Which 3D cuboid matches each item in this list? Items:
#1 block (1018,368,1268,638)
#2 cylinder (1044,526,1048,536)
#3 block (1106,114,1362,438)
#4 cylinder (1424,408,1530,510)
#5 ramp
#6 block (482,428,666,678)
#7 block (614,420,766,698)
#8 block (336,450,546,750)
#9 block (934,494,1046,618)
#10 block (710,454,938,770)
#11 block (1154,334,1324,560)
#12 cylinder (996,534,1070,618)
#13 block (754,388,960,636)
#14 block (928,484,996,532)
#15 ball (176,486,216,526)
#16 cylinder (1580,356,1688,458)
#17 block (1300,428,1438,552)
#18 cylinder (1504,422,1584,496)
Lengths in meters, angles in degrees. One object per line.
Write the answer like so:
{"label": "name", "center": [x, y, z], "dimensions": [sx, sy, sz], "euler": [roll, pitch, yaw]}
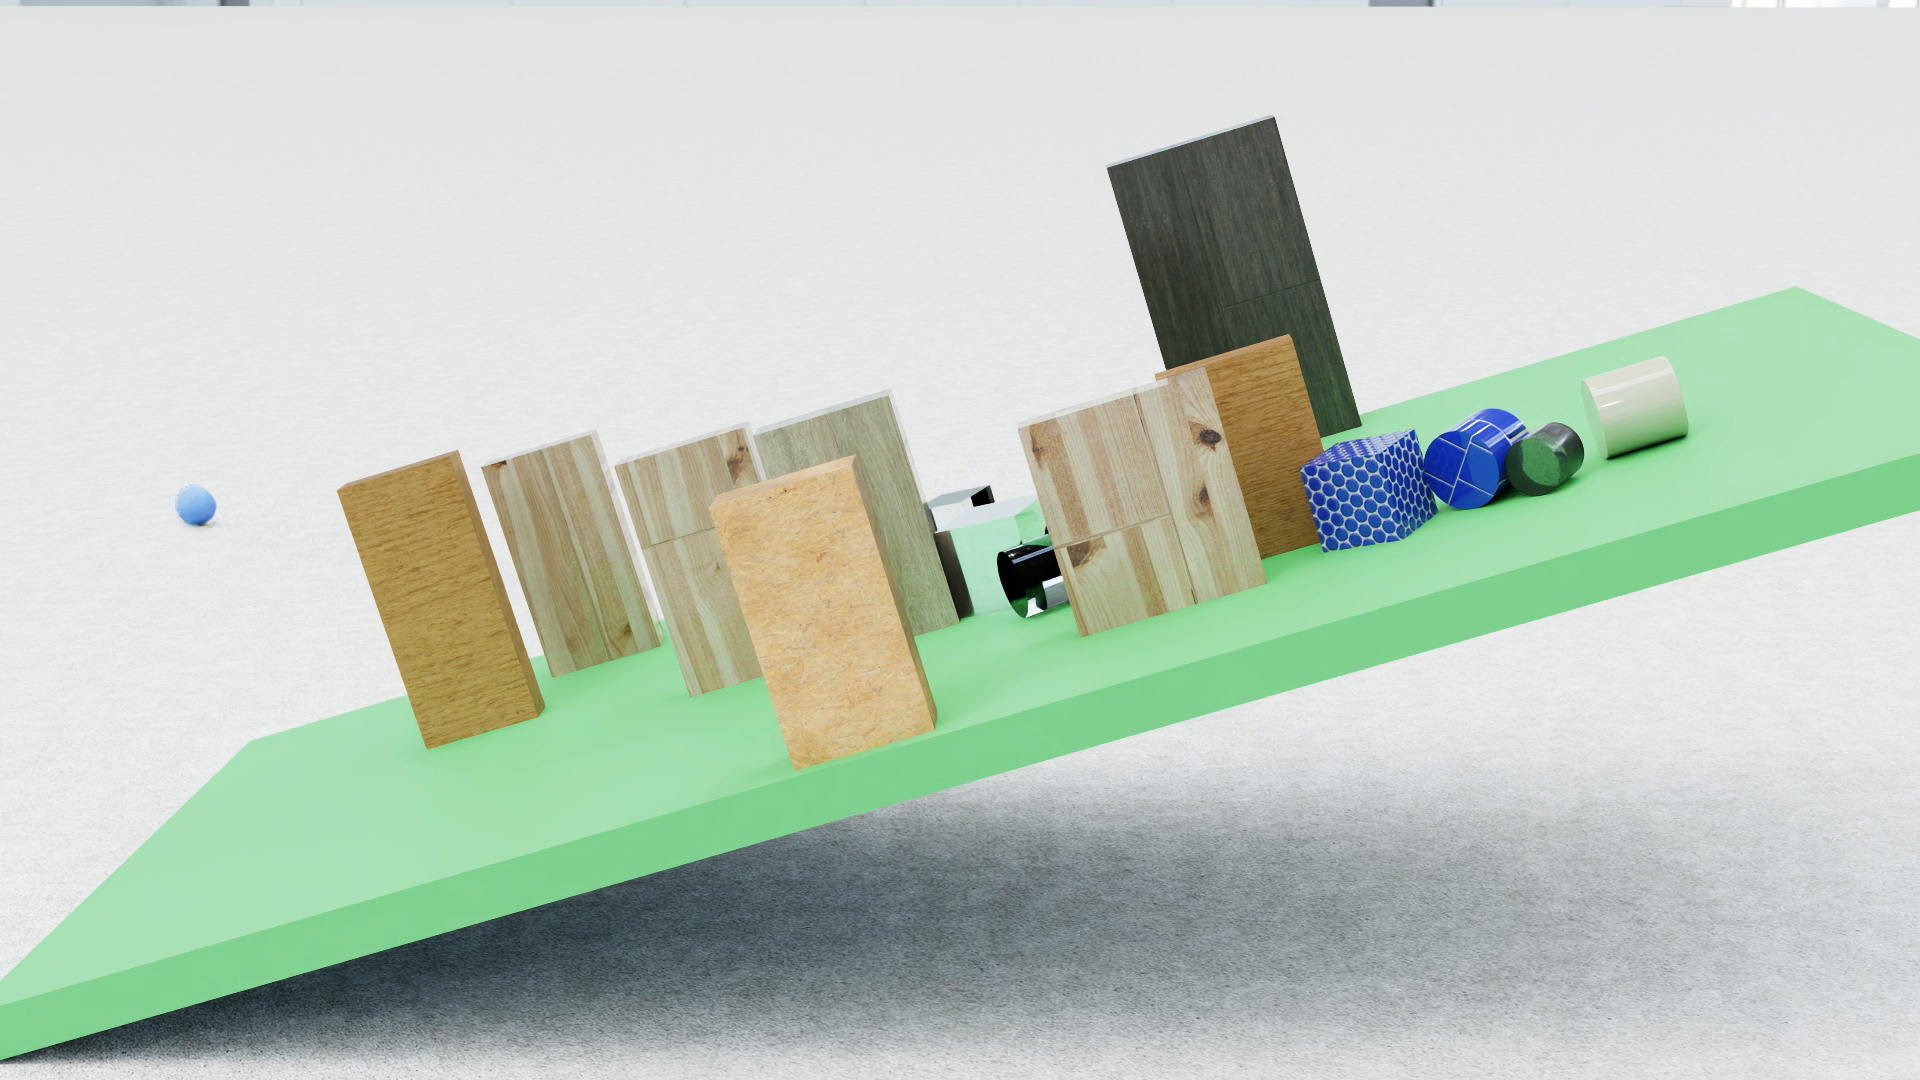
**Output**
{"label": "block", "center": [0.356, -0.073, 5.745], "dimensions": [0.380, 0.432, 0.087], "euler": [-16, 10, 5]}
{"label": "cylinder", "center": [0.294, -0.003, 6.239], "dimensions": [0.165, 0.165, 0.165], "euler": [-9, 3, -38]}
{"label": "block", "center": [0.657, -0.587, 7.054], "dimensions": [0.412, 0.768, 0.110], "euler": [-16, 10, 5]}
{"label": "cylinder", "center": [1.035, -0.163, 5.865], "dimensions": [0.163, 0.163, 0.163], "euler": [8, 23, 34]}
{"label": "ramp", "center": [0.094, 0.185, 6.316], "dimensions": [4.000, 0.100, 2.000], "euler": [-16, 10, 5]}
{"label": "block", "center": [-0.921, 0.032, 7.027], "dimensions": [0.274, 0.534, 0.090], "euler": [-16, 10, 5]}
{"label": "block", "center": [-0.516, 0.041, 6.317], "dimensions": [0.292, 0.527, 0.093], "euler": [-16, 10, 5]}
{"label": "block", "center": [-1.167, 0.135, 6.631], "dimensions": [0.267, 0.621, 0.098], "euler": [-16, 10, 5]}
{"label": "block", "center": [0.096, 0.031, 6.300], "dimensions": [0.194, 0.194, 0.194], "euler": [-12, 11, 27]}
{"label": "block", "center": [-0.248, 0.133, 5.411], "dimensions": [0.270, 0.513, 0.131], "euler": [-16, 10, 5]}
{"label": "block", "center": [0.589, -0.174, 5.957], "dimensions": [0.283, 0.412, 0.095], "euler": [-16, 10, 5]}
{"label": "cylinder", "center": [0.175, 0.068, 6.107], "dimensions": [0.147, 0.147, 0.147], "euler": [-20, 17, -16]}
{"label": "block", "center": [-0.216, -0.031, 6.254], "dimensions": [0.299, 0.510, 0.107], "euler": [-16, 10, 5]}
{"label": "block", "center": [-0.001, -0.031, 6.951], "dimensions": [0.143, 0.143, 0.143], "euler": [-11, 12, 33]}
{"label": "ball", "center": [-2.815, -0.126, 10.845], "dimensions": [0.143, 0.143, 0.143], "euler": [0, 11, 0]}
{"label": "cylinder", "center": [1.349, -0.266, 5.886], "dimensions": [0.166, 0.166, 0.166], "euler": [-17, 10, 4]}
{"label": "block", "center": [0.813, -0.098, 5.844], "dimensions": [0.178, 0.178, 0.178], "euler": [-10, 12, 35]}
{"label": "cylinder", "center": [1.150, -0.160, 5.785], "dimensions": [0.117, 0.117, 0.117], "euler": [8, 23, 34]}
